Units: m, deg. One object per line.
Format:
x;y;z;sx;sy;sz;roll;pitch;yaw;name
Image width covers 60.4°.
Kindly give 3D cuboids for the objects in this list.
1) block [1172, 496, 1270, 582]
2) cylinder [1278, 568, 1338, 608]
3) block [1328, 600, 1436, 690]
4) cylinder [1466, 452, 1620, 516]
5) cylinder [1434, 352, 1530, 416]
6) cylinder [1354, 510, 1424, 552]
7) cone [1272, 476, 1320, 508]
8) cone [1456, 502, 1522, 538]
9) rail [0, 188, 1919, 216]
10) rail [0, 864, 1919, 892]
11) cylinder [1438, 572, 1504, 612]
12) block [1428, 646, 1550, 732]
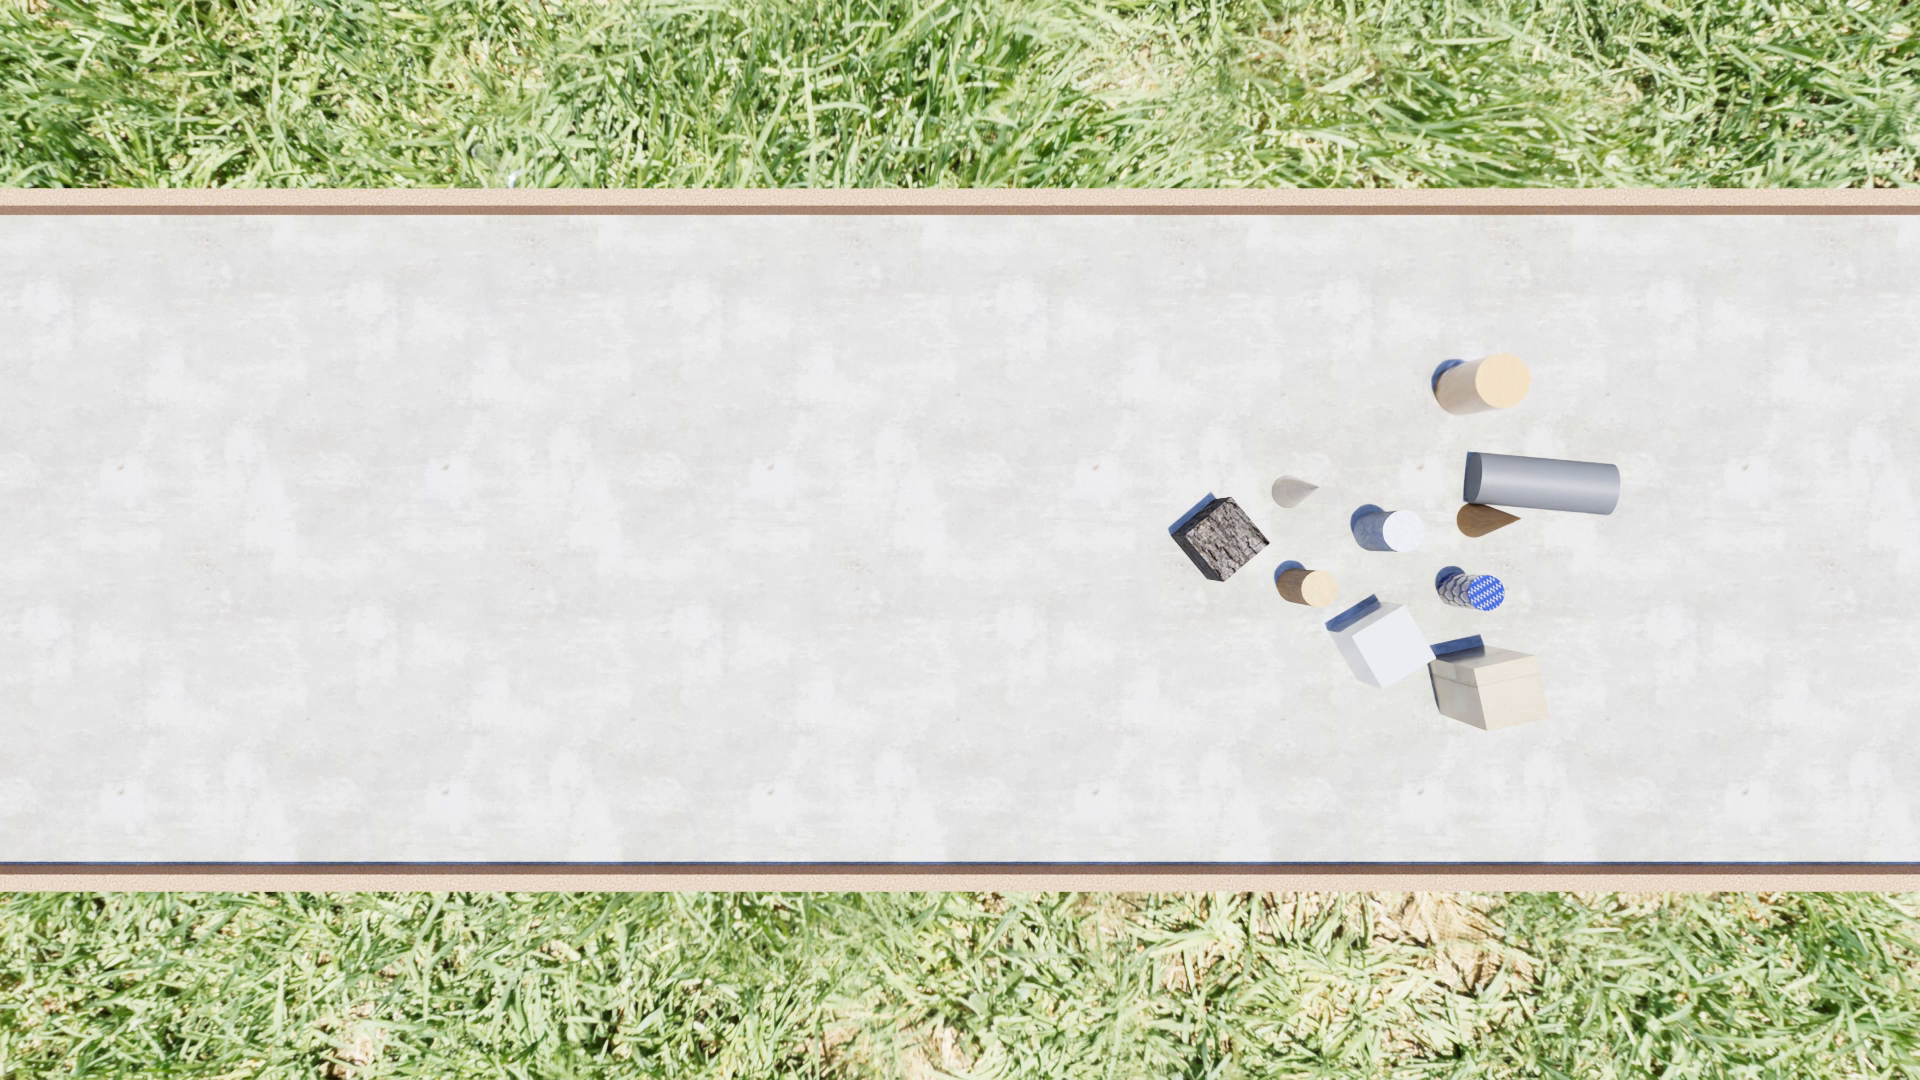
0.771;-0.002;4.913;0.175;0.326;0.175;-40;90;0;block
1.029;0.140;4.895;0.105;0.364;0.105;0;90;0;cylinder
1.253;0.309;4.920;0.179;0.313;0.179;-31;90;0;block
1.763;-0.171;4.998;0.414;0.157;0.157;5;90;0;cylinder
1.539;-0.457;4.873;0.156;0.403;0.156;0;91;0;cylinder
1.271;-0.025;4.899;0.120;0.356;0.120;0;90;0;cylinder
1.010;-0.149;4.851;0.102;0.451;0.102;0;90;0;cone
1.583;-0.061;4.855;0.111;0.442;0.111;0;90;0;cone
-2.247;-1.025;5.002;12.000;0.150;0.050;0;90;0;rail
-2.247;1.025;5.001;12.000;0.150;0.050;0;90;0;rail
1.522;0.153;4.921;0.104;0.310;0.104;0;90;0;cylinder
1.546;0.429;4.847;0.179;0.459;0.179;-12;90;0;block
